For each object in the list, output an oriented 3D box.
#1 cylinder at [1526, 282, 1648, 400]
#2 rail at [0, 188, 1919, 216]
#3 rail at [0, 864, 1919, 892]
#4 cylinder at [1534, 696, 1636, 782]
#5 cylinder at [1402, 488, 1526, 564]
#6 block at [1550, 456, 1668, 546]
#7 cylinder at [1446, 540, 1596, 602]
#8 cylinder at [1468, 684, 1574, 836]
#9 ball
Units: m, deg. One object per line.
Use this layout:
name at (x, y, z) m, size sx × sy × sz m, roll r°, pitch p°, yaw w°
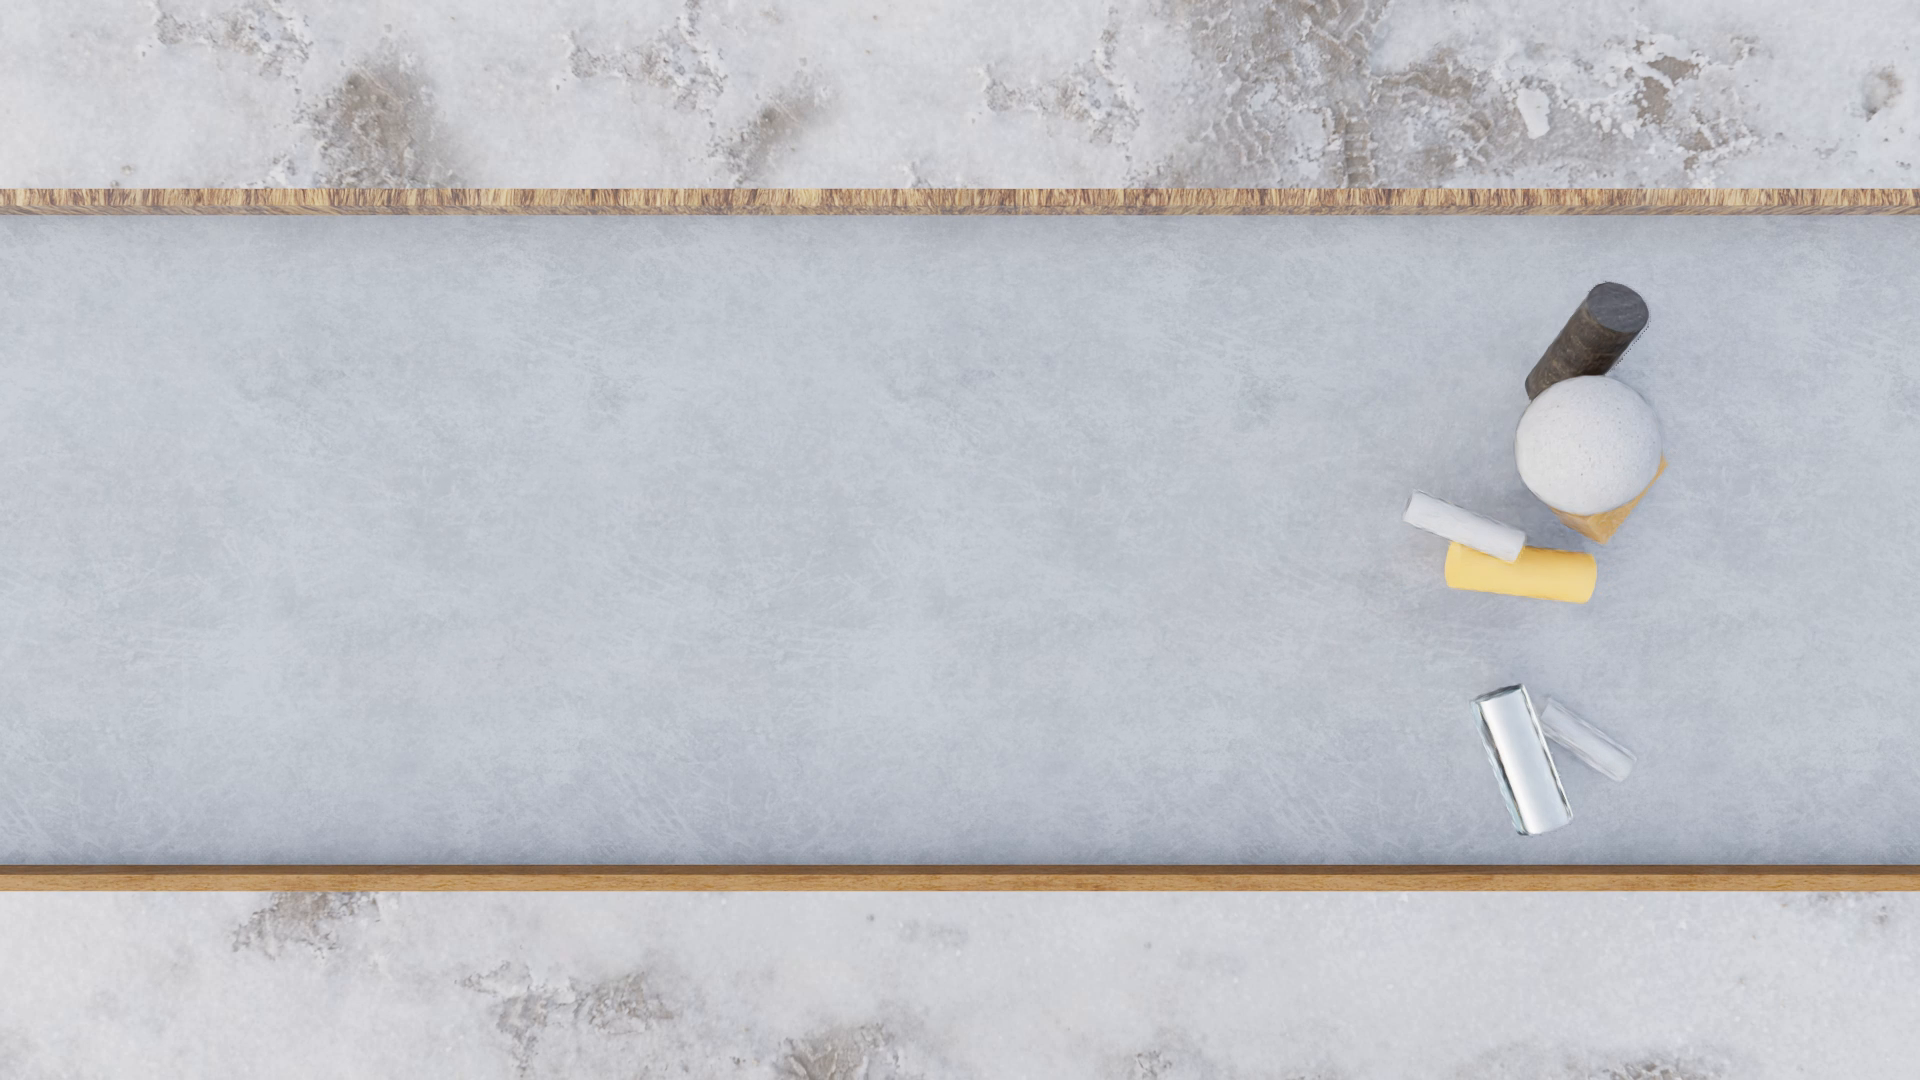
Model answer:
cylinder at (1.837, -0.556, 4.850) m, size 0.179 × 0.421 × 0.179 m, roll 4°, pitch 60°, yaw -6°
rail at (-2.247, -1.025, 5.002) m, size 12.000 × 0.150 × 0.050 m, roll 0°, pitch 90°, yaw 0°
rail at (-2.247, 1.025, 5.001) m, size 12.000 × 0.150 × 0.050 m, roll 0°, pitch 90°, yaw 0°
cylinder at (1.894, 0.606, 5.026) m, size 0.318 × 0.101 × 0.101 m, roll 34°, pitch 90°, yaw 0°
cylinder at (1.498, -0.042, 4.914) m, size 0.343 × 0.102 × 0.102 m, roll 23°, pitch 90°, yaw 8°
block at (1.947, -0.173, 4.966) m, size 0.312 × 0.156 × 0.156 m, roll -52°, pitch 132°, yaw 0°
cylinder at (1.697, 0.092, 5.000) m, size 0.406 × 0.153 × 0.153 m, roll 7°, pitch 90°, yaw 0°
cylinder at (1.688, 0.660, 4.967) m, size 0.172 × 0.172 × 0.417 m, roll -20°, pitch 88°, yaw 0°
ball at (1.770, -0.267, 4.654) m, size 0.393 × 0.393 × 0.393 m, roll 0°, pitch 90°, yaw 0°
